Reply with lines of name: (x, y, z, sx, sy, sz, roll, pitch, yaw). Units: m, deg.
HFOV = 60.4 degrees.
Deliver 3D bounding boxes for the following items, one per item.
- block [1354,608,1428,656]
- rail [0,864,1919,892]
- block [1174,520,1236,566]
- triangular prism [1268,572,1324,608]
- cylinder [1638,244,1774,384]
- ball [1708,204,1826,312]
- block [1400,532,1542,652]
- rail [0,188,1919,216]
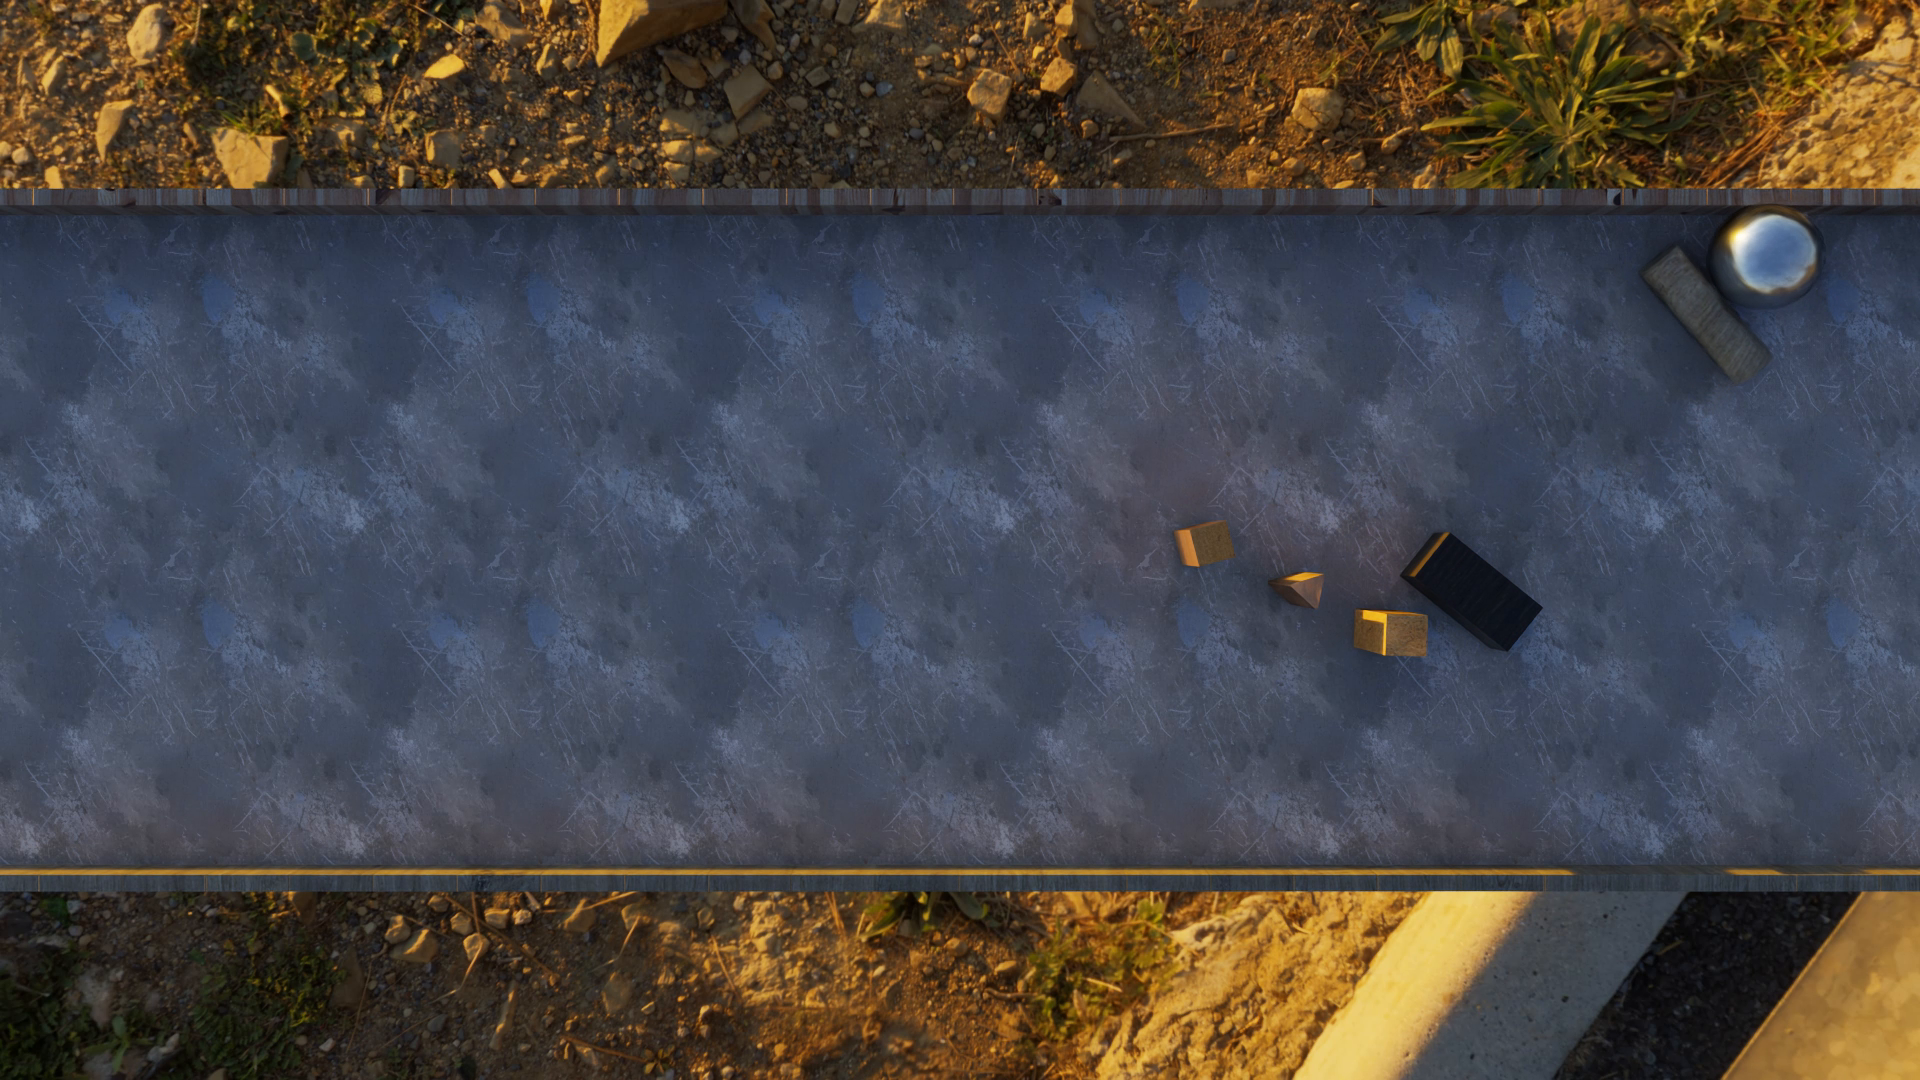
block: (1.273, 0.272, 4.889, 0.118, 0.376, 0.118, 2, 90, 0)
rail: (-2.247, 1.025, 5.001, 12.000, 0.150, 0.050, 0, 90, 0)
block: (0.723, 0.010, 4.897, 0.108, 0.359, 0.108, -15, 90, 0)
triangular prism: (1.013, 0.131, 4.897, 0.101, 0.358, 0.087, 42, 90, 0)
cylinder: (2.265, -0.687, 5.009, 0.135, 0.135, 0.447, -41, 90, 0)
ball: (2.404, -0.842, 4.919, 0.316, 0.316, 0.316, 0, 90, 0)
block: (1.544, 0.155, 4.992, 0.356, 0.169, 0.169, 39, 90, 0)
rail: (-2.247, -1.025, 5.002, 12.000, 0.150, 0.050, 0, 90, 0)
